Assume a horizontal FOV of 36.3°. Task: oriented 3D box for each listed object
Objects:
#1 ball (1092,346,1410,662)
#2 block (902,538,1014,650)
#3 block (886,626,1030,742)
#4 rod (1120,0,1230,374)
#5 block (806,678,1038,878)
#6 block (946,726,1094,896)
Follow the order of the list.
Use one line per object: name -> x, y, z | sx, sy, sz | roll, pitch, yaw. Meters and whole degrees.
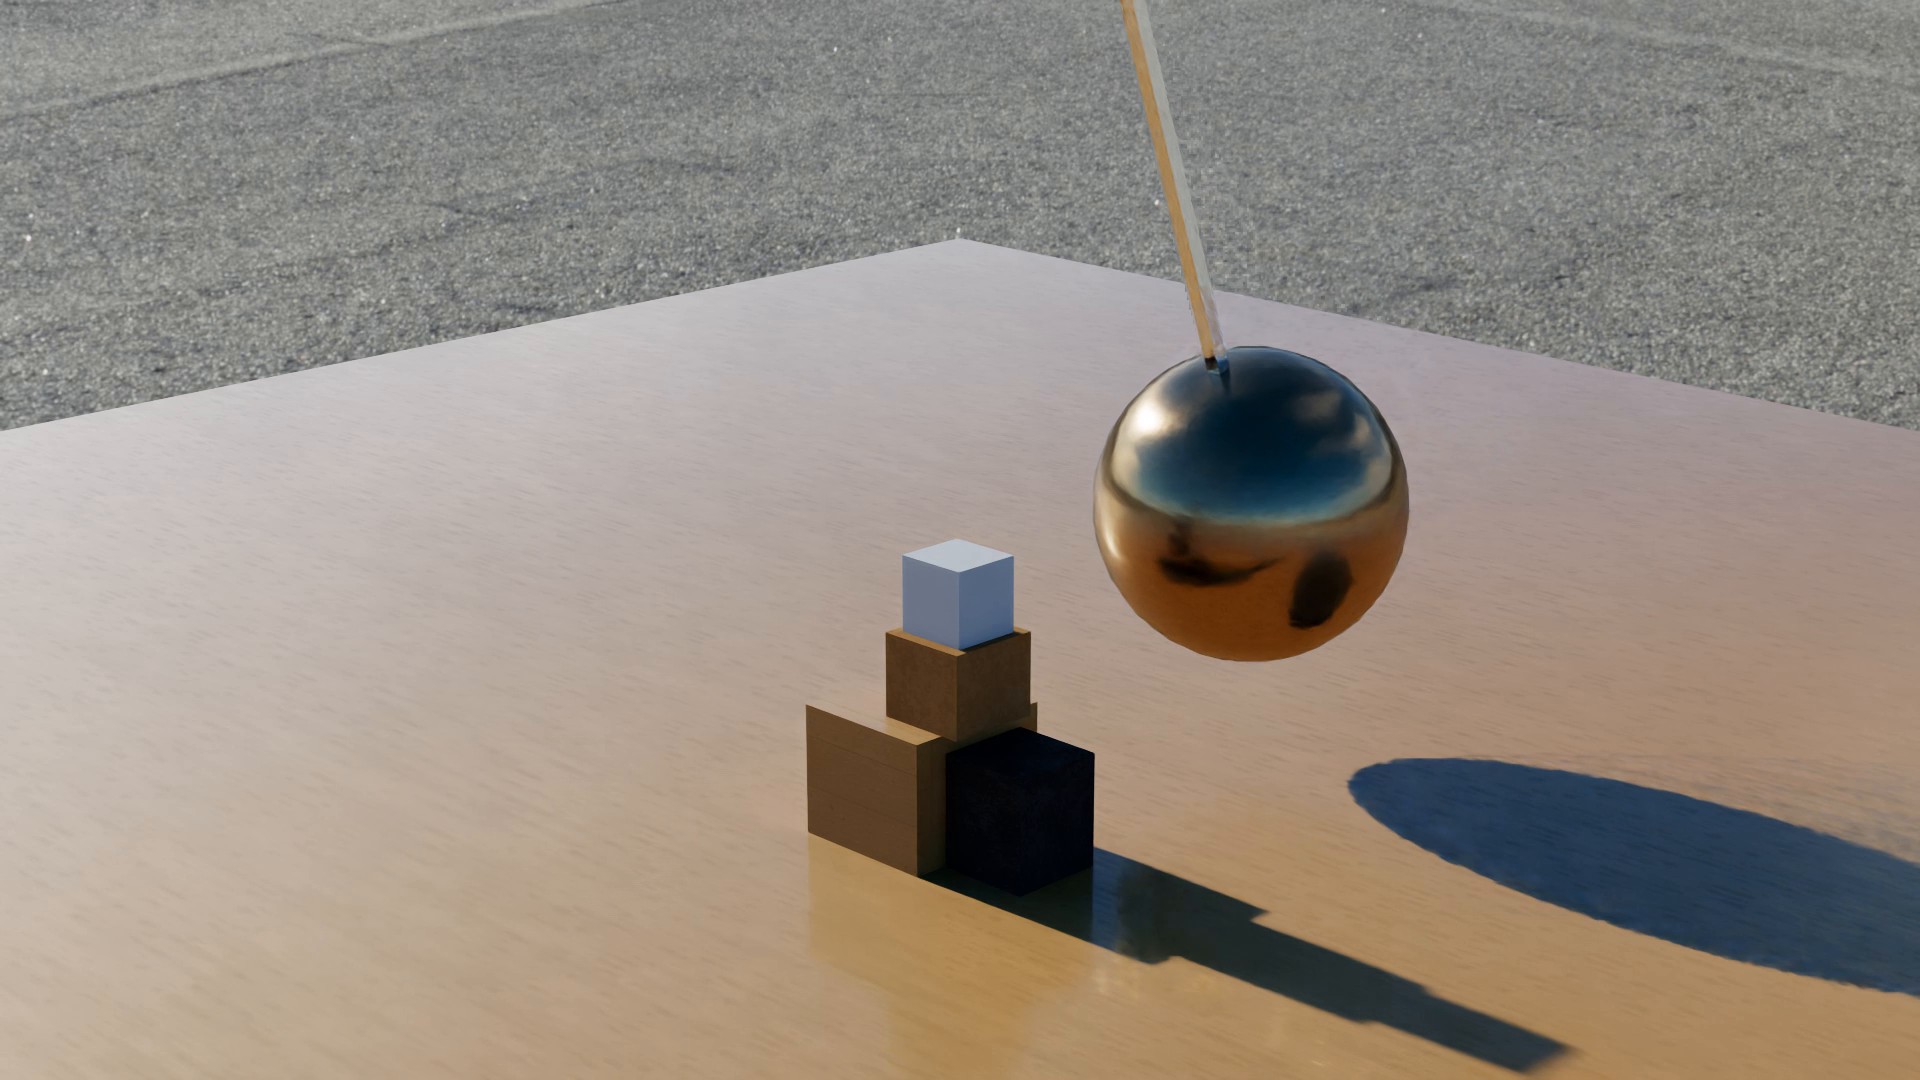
ball -> 1.467, -0.181, 14.822 | 1.600, 1.600, 1.600 | 0, 17, 0
block -> -0.009, 0.245, 13.409 | 0.354, 0.370, 0.367 | -17, 24, -42
block -> -0.008, 0.618, 13.527 | 0.483, 0.412, 0.463 | -17, 24, -42
rod -> 0.636, -2.975, 13.073 | 0.080, 5.200, 0.080 | 17, 44, 42
block -> -0.179, 1.073, 13.848 | 0.792, 0.649, 0.745 | -17, 24, -42
block -> 0.275, 1.241, 13.461 | 0.490, 0.560, 0.472 | -17, 24, -42
